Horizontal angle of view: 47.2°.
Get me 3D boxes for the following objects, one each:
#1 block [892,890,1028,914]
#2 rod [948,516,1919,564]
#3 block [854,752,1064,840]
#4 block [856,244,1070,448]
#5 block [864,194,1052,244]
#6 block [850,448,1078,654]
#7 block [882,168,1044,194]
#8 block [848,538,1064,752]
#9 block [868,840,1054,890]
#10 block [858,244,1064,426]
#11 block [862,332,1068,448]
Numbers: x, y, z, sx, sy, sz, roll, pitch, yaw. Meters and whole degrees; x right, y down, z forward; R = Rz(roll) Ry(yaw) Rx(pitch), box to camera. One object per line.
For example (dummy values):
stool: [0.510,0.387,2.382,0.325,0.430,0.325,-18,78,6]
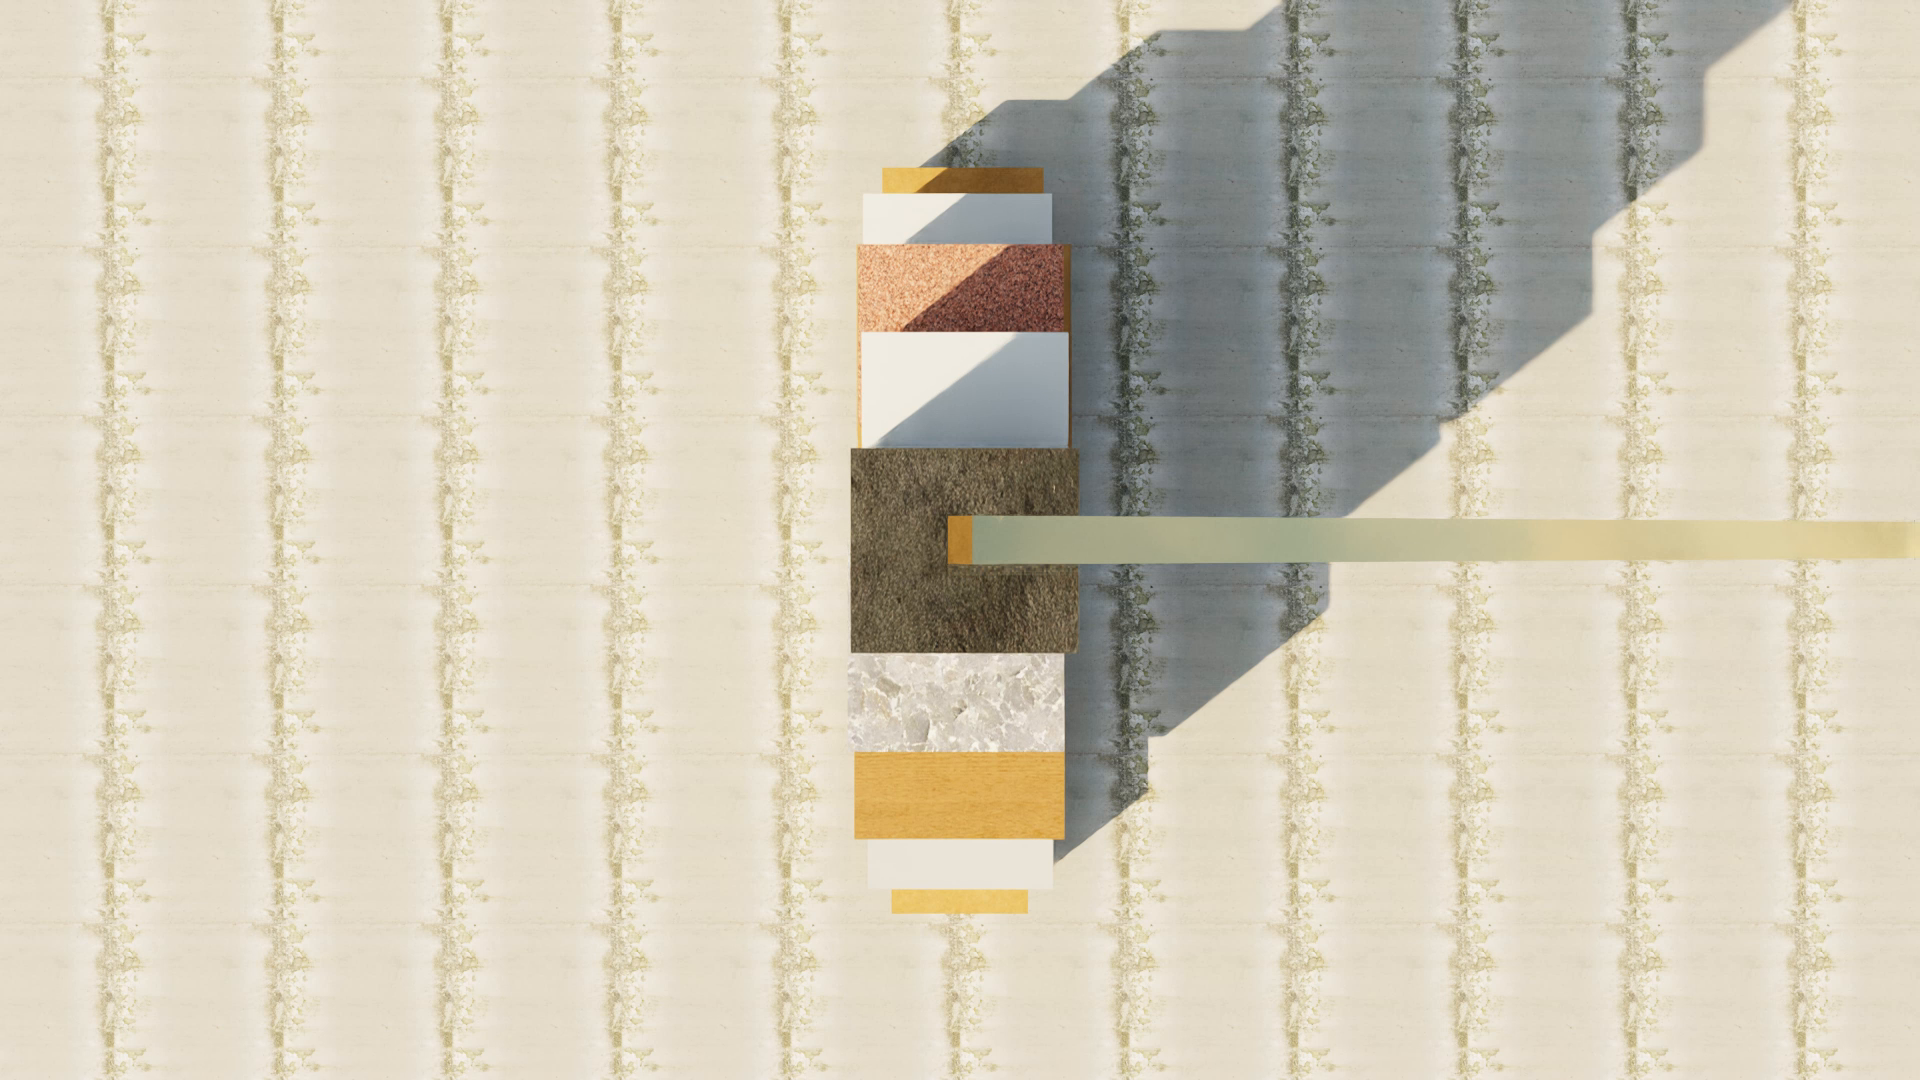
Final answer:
block: [-0.001,1.679,12.563,0.753,0.874,0.764,0,90,0]
rod: [2.234,0.000,4.948,5.200,0.080,0.080,0,90,-31]
block: [-0.002,0.767,9.573,0.868,0.985,0.938,0,90,0]
block: [0.017,-0.869,10.527,0.974,1.034,0.960,0,90,0]
block: [-0.012,-1.325,11.537,0.950,0.985,0.830,0,90,0]
block: [0.016,0.025,7.799,0.765,0.860,0.688,0,91,0]
block: [0.016,-1.663,12.585,0.891,0.831,0.795,0,90,0]
block: [-0.015,0.394,8.666,0.814,0.828,0.801,0,90,0]
block: [0.002,1.210,11.542,0.924,1.163,1.061,0,90,0]
block: [0.004,-0.857,9.563,0.850,0.894,0.741,0,90,0]
block: [0.019,-0.394,8.672,0.773,0.892,0.771,0,90,0]
